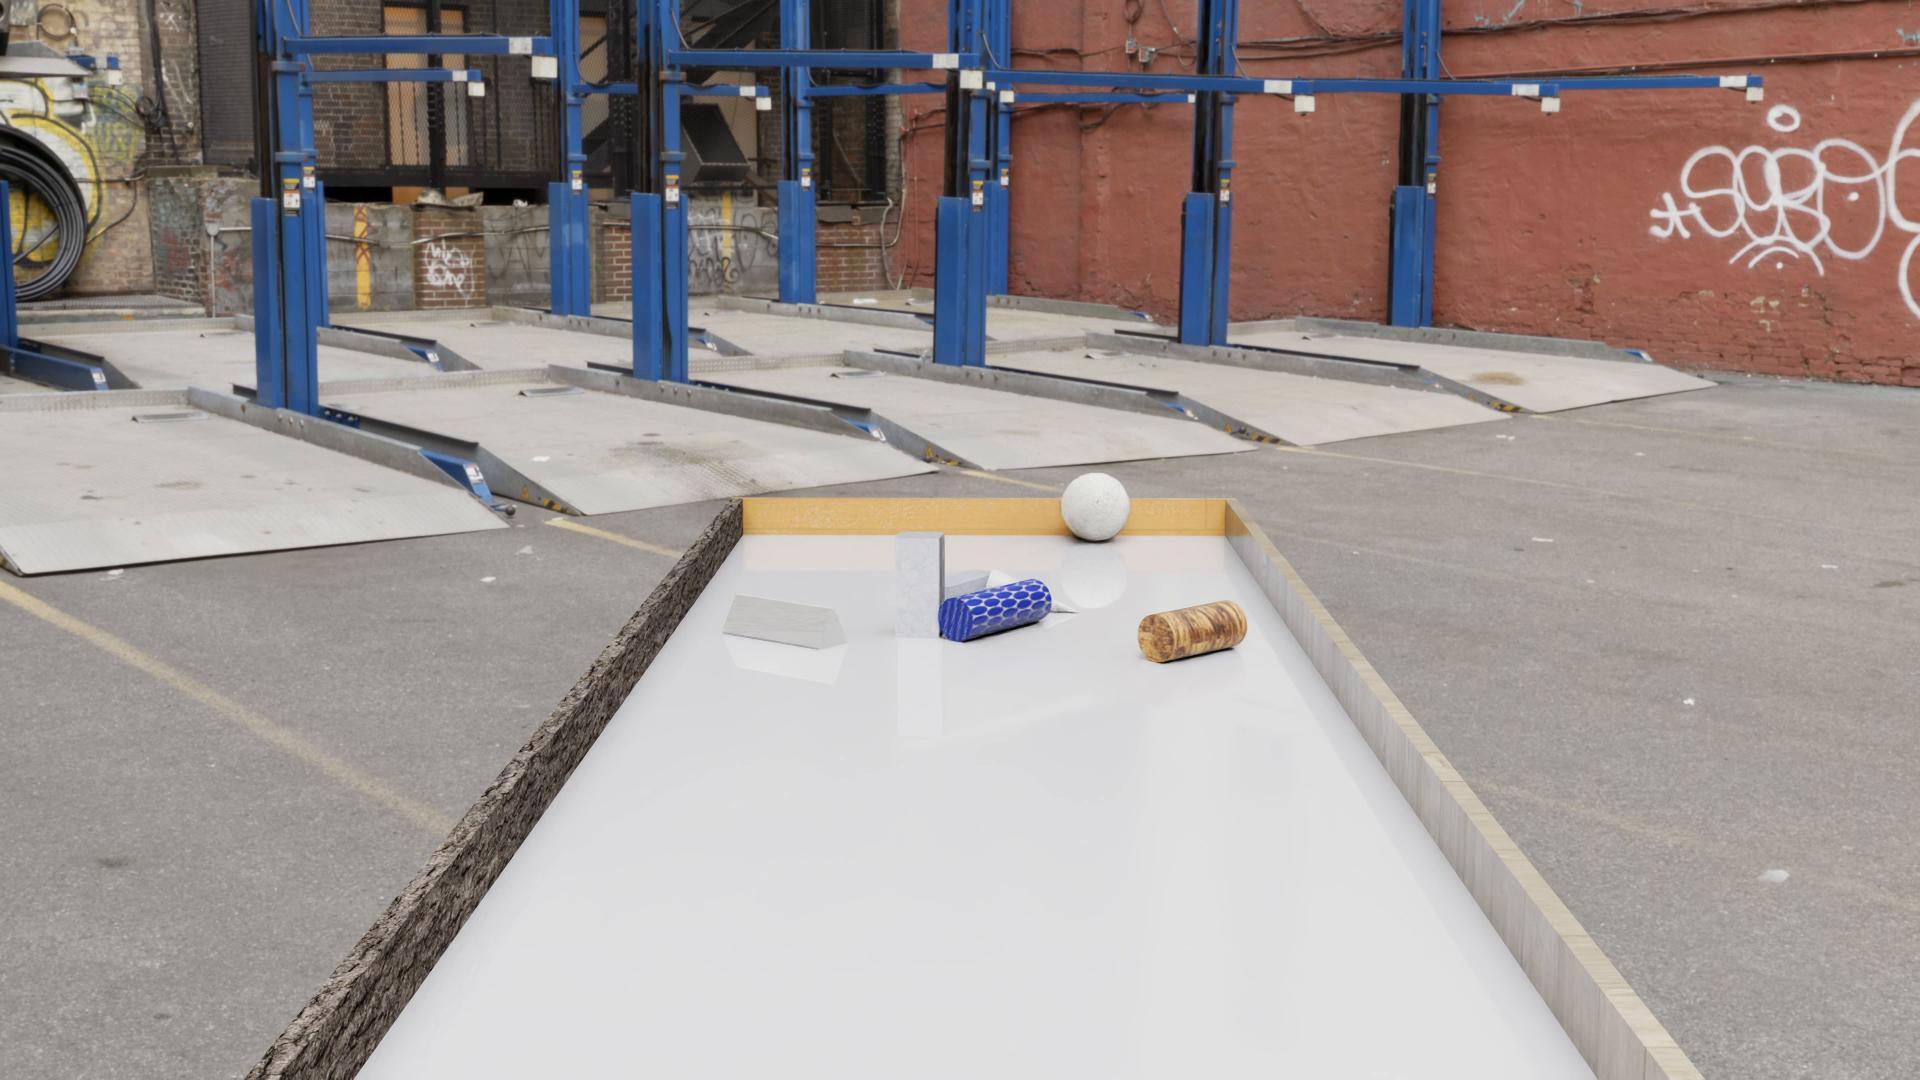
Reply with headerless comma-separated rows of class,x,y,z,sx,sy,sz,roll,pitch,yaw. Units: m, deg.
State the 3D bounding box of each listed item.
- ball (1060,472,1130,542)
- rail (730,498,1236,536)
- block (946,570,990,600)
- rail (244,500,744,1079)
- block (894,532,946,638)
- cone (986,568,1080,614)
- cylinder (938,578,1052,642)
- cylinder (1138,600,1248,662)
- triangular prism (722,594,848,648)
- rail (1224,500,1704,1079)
ball,0.551,-0.135,8.968,0.280,0.280,0.280,0,9,0
rail,0.099,-0.098,9.147,2.100,0.150,0.050,0,9,1
block,0.003,0.183,7.502,0.110,0.110,0.339,5,10,30
rail,-1.004,0.839,3.234,0.050,0.150,12.000,0,9,1
block,-0.128,0.143,7.076,0.142,0.322,0.142,1,9,7
cone,0.255,0.207,7.470,0.328,0.149,0.149,15,12,10
cylinder,0.116,0.226,7.133,0.141,0.141,0.432,7,11,37
cylinder,0.717,0.280,6.772,0.344,0.148,0.148,-8,12,-43
triangular prism,-0.561,0.252,7.016,0.416,0.119,0.137,7,11,38
rail,1.046,0.843,3.208,0.050,0.150,12.000,0,9,1
